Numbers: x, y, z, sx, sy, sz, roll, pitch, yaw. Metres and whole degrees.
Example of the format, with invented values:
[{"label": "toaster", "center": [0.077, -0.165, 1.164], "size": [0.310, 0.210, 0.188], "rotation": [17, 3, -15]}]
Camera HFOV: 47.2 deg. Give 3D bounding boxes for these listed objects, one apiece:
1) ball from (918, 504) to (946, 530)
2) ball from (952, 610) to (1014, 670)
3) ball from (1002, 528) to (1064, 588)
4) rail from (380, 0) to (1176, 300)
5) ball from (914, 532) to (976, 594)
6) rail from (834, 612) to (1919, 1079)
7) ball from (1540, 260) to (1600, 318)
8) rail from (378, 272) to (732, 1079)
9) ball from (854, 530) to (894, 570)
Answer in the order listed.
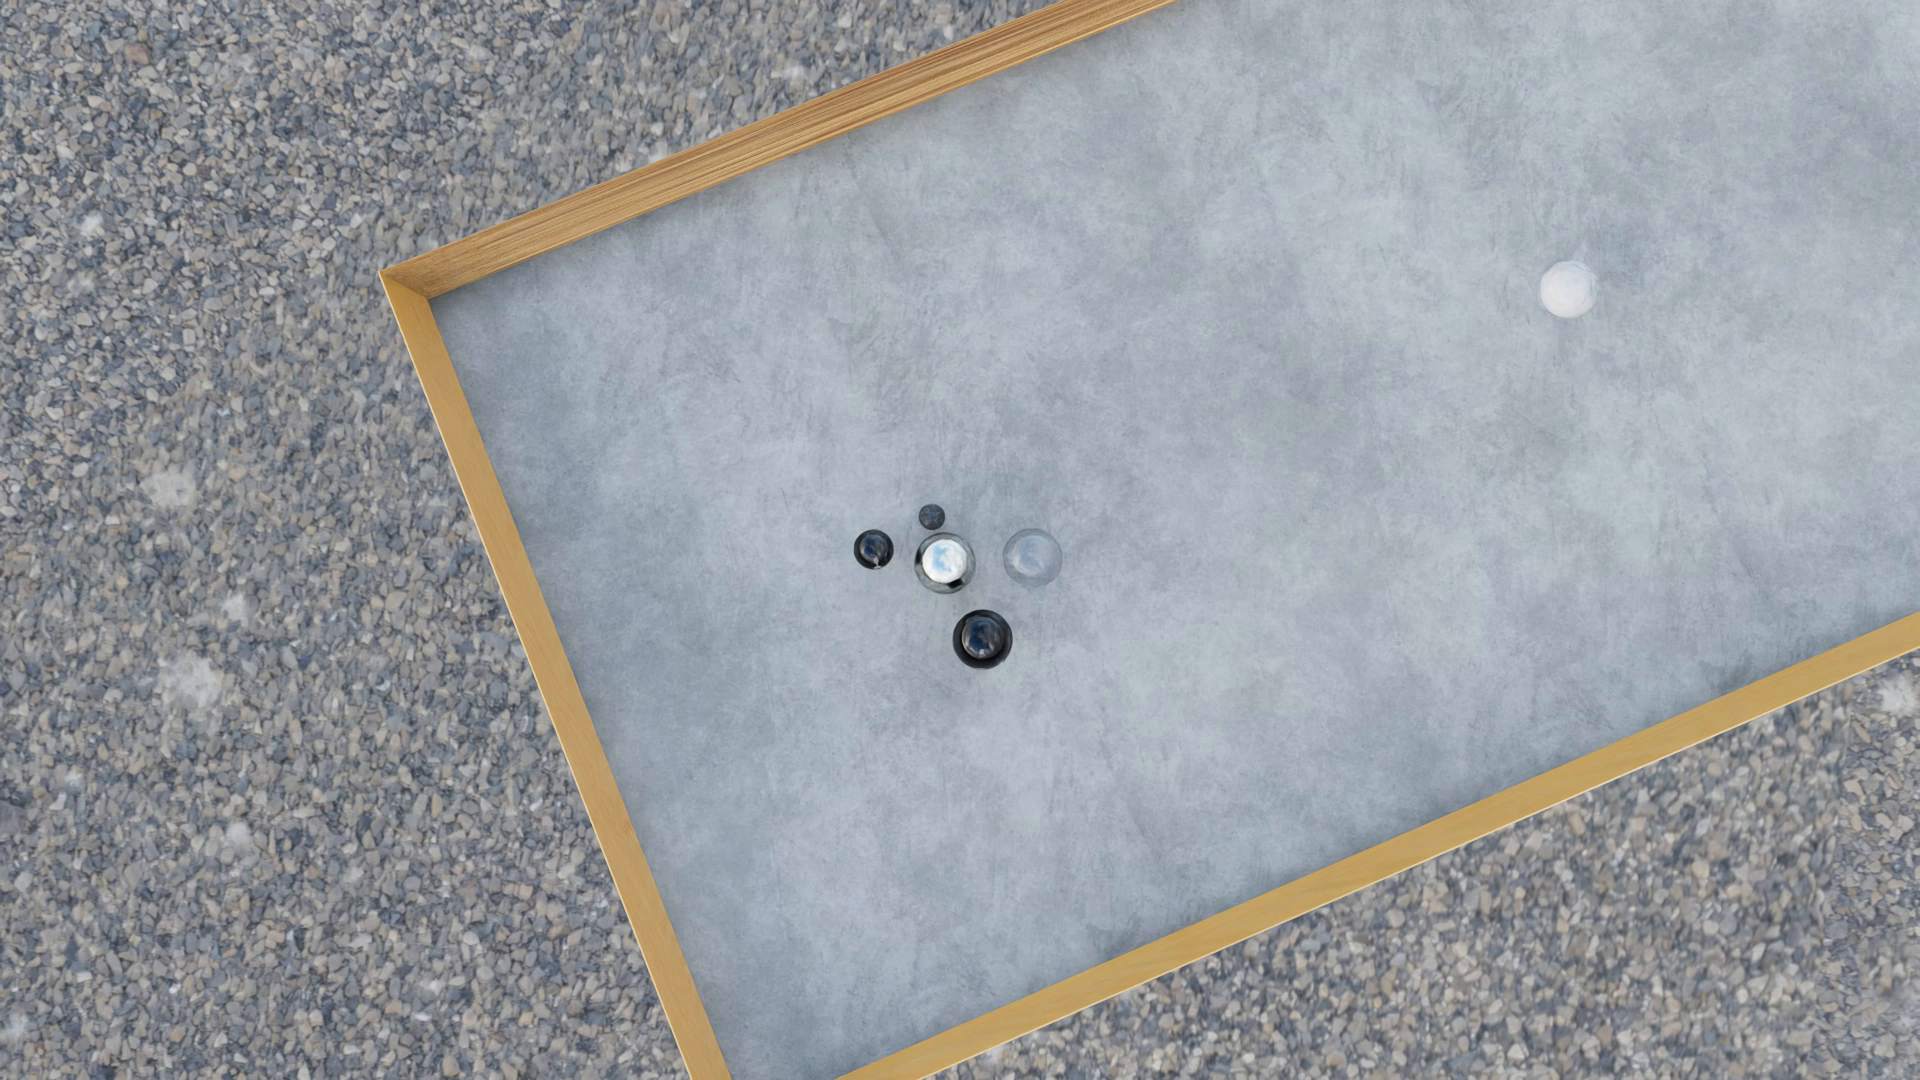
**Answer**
[{"label": "ball", "center": [-0.042, -0.035, 3.313], "size": [0.040, 0.040, 0.040], "rotation": [0, 79, 0]}, {"label": "ball", "center": [0.034, 0.147, 3.253], "size": [0.090, 0.090, 0.090], "rotation": [0, 79, 0]}, {"label": "ball", "center": [0.108, 0.027, 3.276], "size": [0.091, 0.091, 0.091], "rotation": [0, 79, 0]}, {"label": "rail", "center": [0.336, -0.863, 3.428], "size": [2.594, 0.122, 0.045], "rotation": [-22, 80, -4]}, {"label": "ball", "center": [-0.022, 0.035, 3.273], "size": [0.094, 0.094, 0.094], "rotation": [0, 79, 0]}, {"label": "rail", "center": [0.860, 0.359, 3.196], "size": [2.594, 0.122, 0.045], "rotation": [-22, 80, -4]}, {"label": "ball", "center": [0.930, -0.383, 3.355], "size": [0.088, 0.088, 0.088], "rotation": [0, 79, 0]}, {"label": "rail", "center": [-0.576, 0.234, 3.220], "size": [0.045, 0.122, 1.397], "rotation": [-22, 80, -4]}, {"label": "ball", "center": [-0.129, 0.014, 3.293], "size": [0.061, 0.061, 0.061], "rotation": [0, 79, 0]}]
